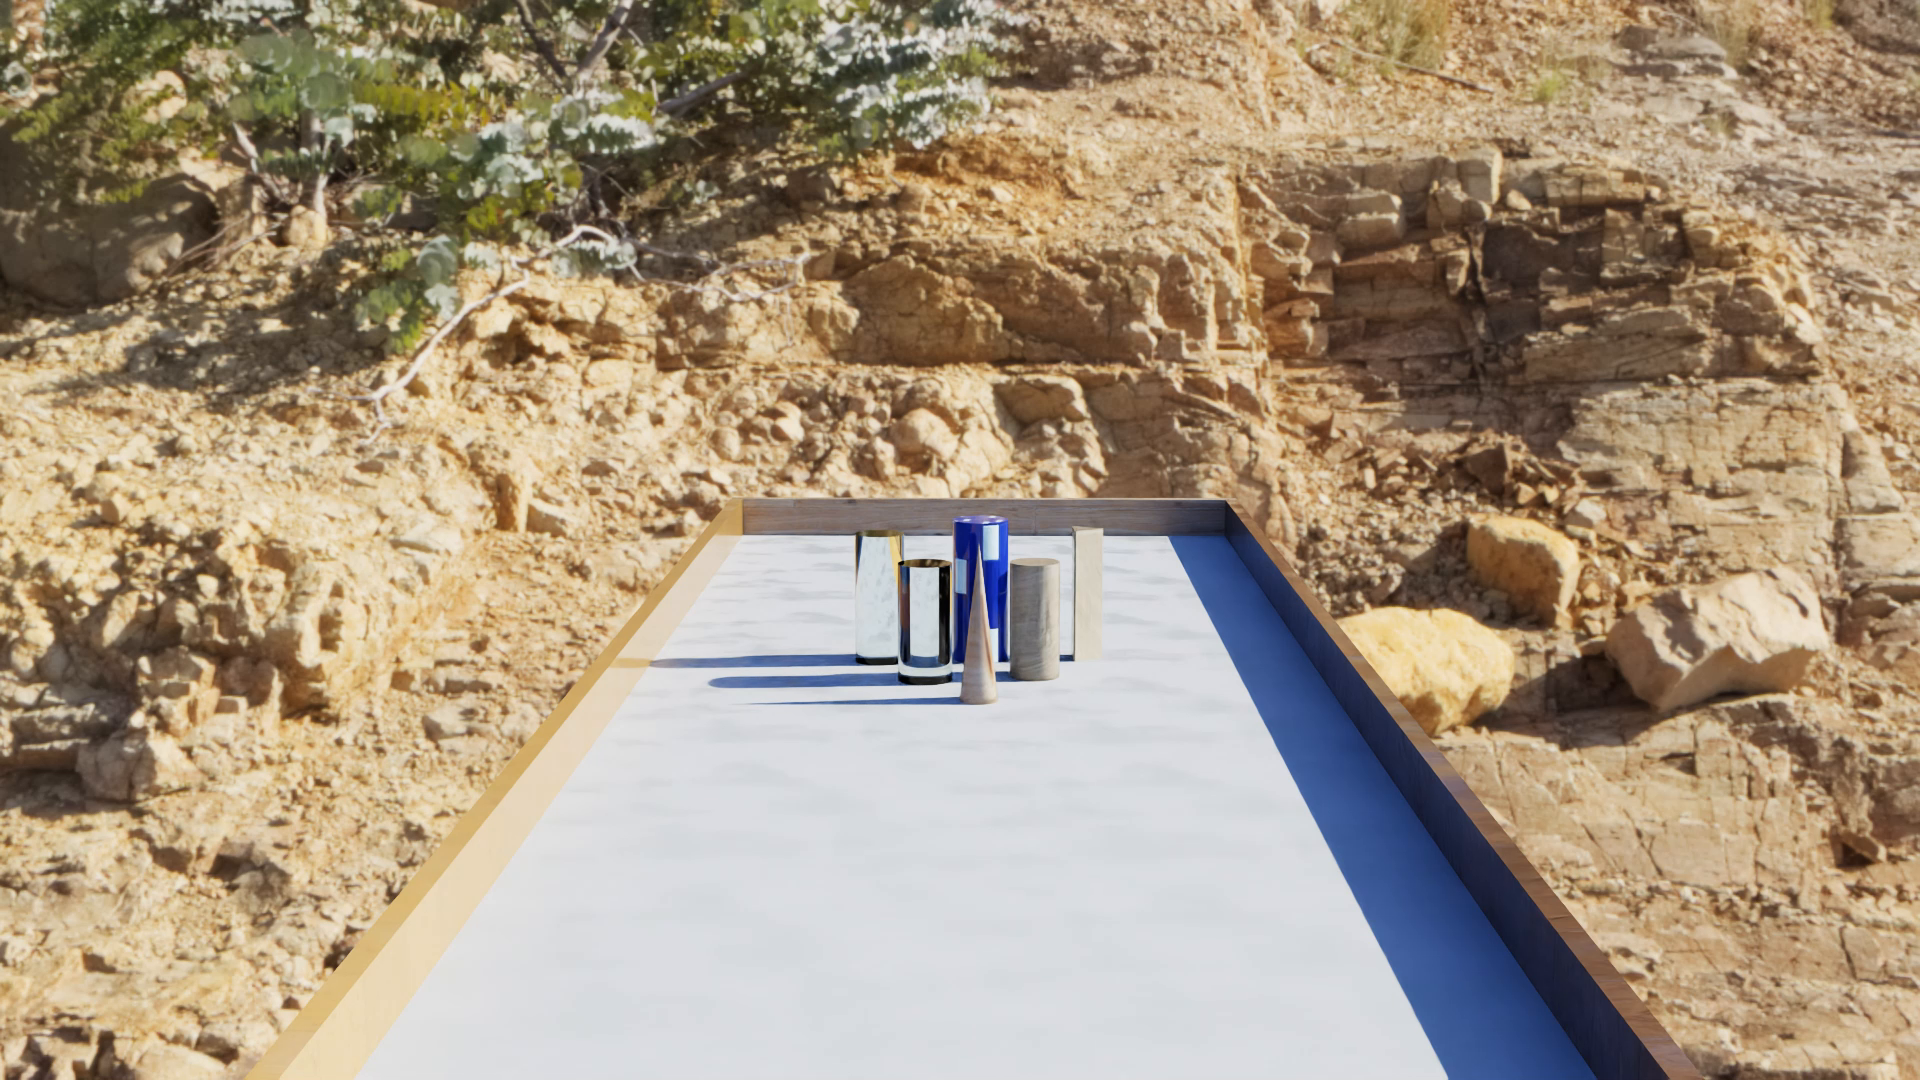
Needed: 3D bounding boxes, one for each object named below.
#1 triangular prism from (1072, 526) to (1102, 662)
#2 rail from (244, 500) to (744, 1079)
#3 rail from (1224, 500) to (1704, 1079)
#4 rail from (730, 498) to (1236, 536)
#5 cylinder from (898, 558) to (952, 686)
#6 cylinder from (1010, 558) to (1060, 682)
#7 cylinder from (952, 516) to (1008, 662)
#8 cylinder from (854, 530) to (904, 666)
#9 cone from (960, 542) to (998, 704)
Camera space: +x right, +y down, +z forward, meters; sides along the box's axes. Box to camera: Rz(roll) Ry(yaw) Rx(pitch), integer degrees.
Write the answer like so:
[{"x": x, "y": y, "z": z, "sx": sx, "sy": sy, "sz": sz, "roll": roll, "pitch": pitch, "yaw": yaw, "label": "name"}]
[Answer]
[{"x": 0.368, "y": 0.161, "z": 6.711, "sx": 0.101, "sy": 0.401, "sz": 0.088, "roll": -5, "pitch": 10, "yaw": -31, "label": "triangular prism"}, {"x": -1.004, "y": 0.839, "z": 3.234, "sx": 0.050, "sy": 0.150, "sz": 12.000, "roll": 0, "pitch": 9, "yaw": 1, "label": "rail"}, {"x": 1.046, "y": 0.843, "z": 3.208, "sx": 0.050, "sy": 0.150, "sz": 12.000, "roll": 0, "pitch": 9, "yaw": 1, "label": "rail"}, {"x": 0.099, "y": -0.098, "z": 9.147, "sx": 2.100, "sy": 0.150, "sz": 0.050, "roll": 0, "pitch": 9, "yaw": 1, "label": "rail"}, {"x": -0.102, "y": 0.238, "z": 6.406, "sx": 0.159, "sy": 0.345, "sz": 0.159, "roll": 0, "pitch": 9, "yaw": 0, "label": "cylinder"}, {"x": 0.219, "y": 0.232, "z": 6.453, "sx": 0.147, "sy": 0.342, "sz": 0.147, "roll": 0, "pitch": 9, "yaw": 0, "label": "cylinder"}, {"x": 0.062, "y": 0.149, "z": 6.697, "sx": 0.169, "sy": 0.429, "sz": 0.169, "roll": 0, "pitch": 9, "yaw": 0, "label": "cylinder"}, {"x": -0.243, "y": 0.174, "z": 6.665, "sx": 0.150, "sy": 0.391, "sz": 0.150, "roll": 0, "pitch": 9, "yaw": 0, "label": "cylinder"}, {"x": 0.053, "y": 0.228, "z": 6.134, "sx": 0.109, "sy": 0.449, "sz": 0.109, "roll": 0, "pitch": 9, "yaw": 0, "label": "cone"}]
